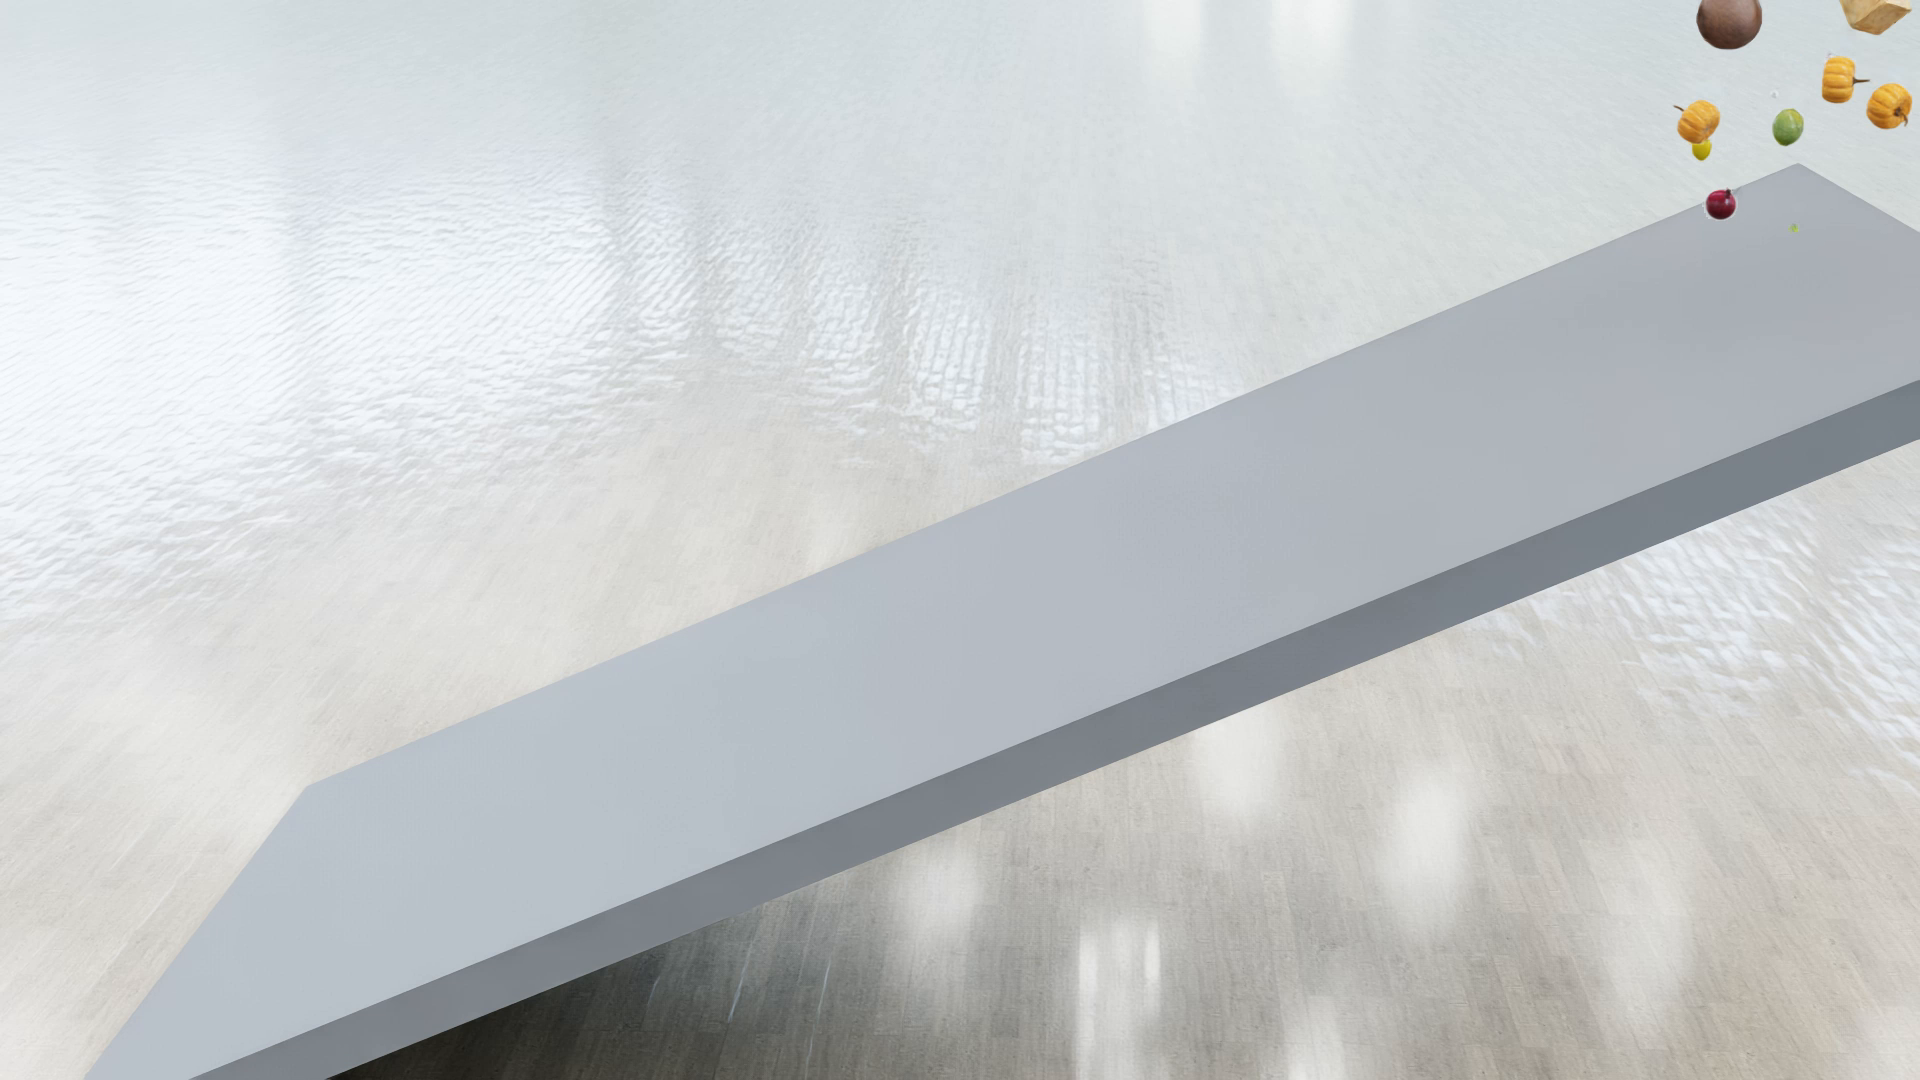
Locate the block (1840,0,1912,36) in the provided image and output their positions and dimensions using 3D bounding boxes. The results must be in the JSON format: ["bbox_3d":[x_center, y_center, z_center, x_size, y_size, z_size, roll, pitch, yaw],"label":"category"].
[{"bbox_3d":[1.779,-1.050,5.725,0.087,0.087,0.087,5,-30,-36],"label":"block"}]

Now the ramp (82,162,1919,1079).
[{"bbox_3d":[0.131,0.170,6.285,4.000,0.100,2.000,-23,13,8],"label":"ramp"}]
